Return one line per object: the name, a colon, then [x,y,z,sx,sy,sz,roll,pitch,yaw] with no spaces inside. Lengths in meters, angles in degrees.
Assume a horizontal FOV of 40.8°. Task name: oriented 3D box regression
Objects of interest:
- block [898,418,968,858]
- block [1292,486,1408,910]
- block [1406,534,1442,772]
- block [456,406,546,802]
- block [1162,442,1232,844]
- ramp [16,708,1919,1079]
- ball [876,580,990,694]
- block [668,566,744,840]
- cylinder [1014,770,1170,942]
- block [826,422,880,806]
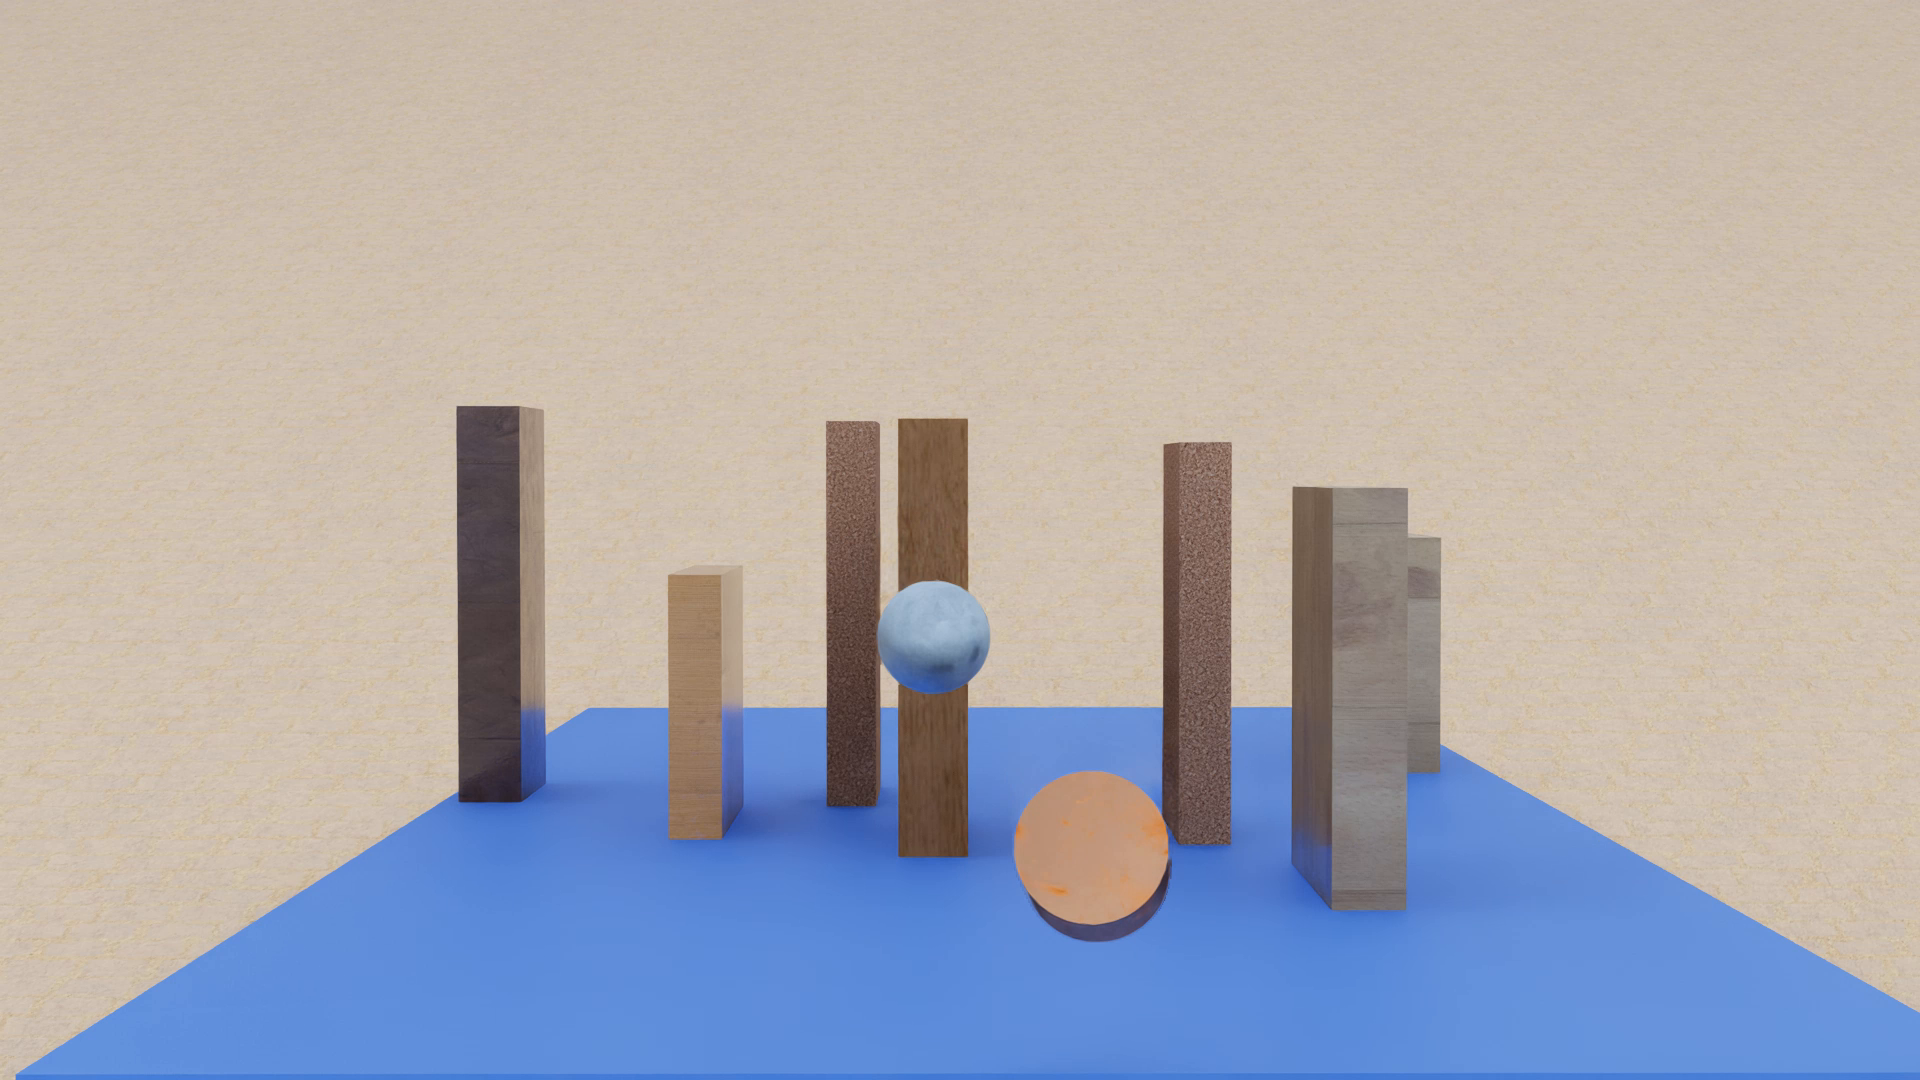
block: [-0.042,0.147,4.196,0.108,0.681,0.394,0,1,0]
block: [0.558,0.212,3.723,0.102,0.576,0.424,0,1,0]
block: [0.884,0.224,5.326,0.140,0.468,0.411,0,1,0]
block: [-0.853,0.113,4.808,0.114,0.718,0.279,0,1,0]
block: [0.393,0.162,4.293,0.083,0.646,0.326,0,1,0]
ramp: [0.058,0.528,4.565,2.000,0.100,4.000,0,1,0]
ball: [-0.027,0.100,2.646,0.117,0.117,0.117,0,26,0]
block: [-0.432,0.267,4.410,0.087,0.432,0.424,0,1,0]
cylinder: [0.141,0.335,2.717,0.158,0.158,0.158,3,-15,6]
block: [-0.195,0.129,4.753,0.088,0.689,0.287,0,1,0]
